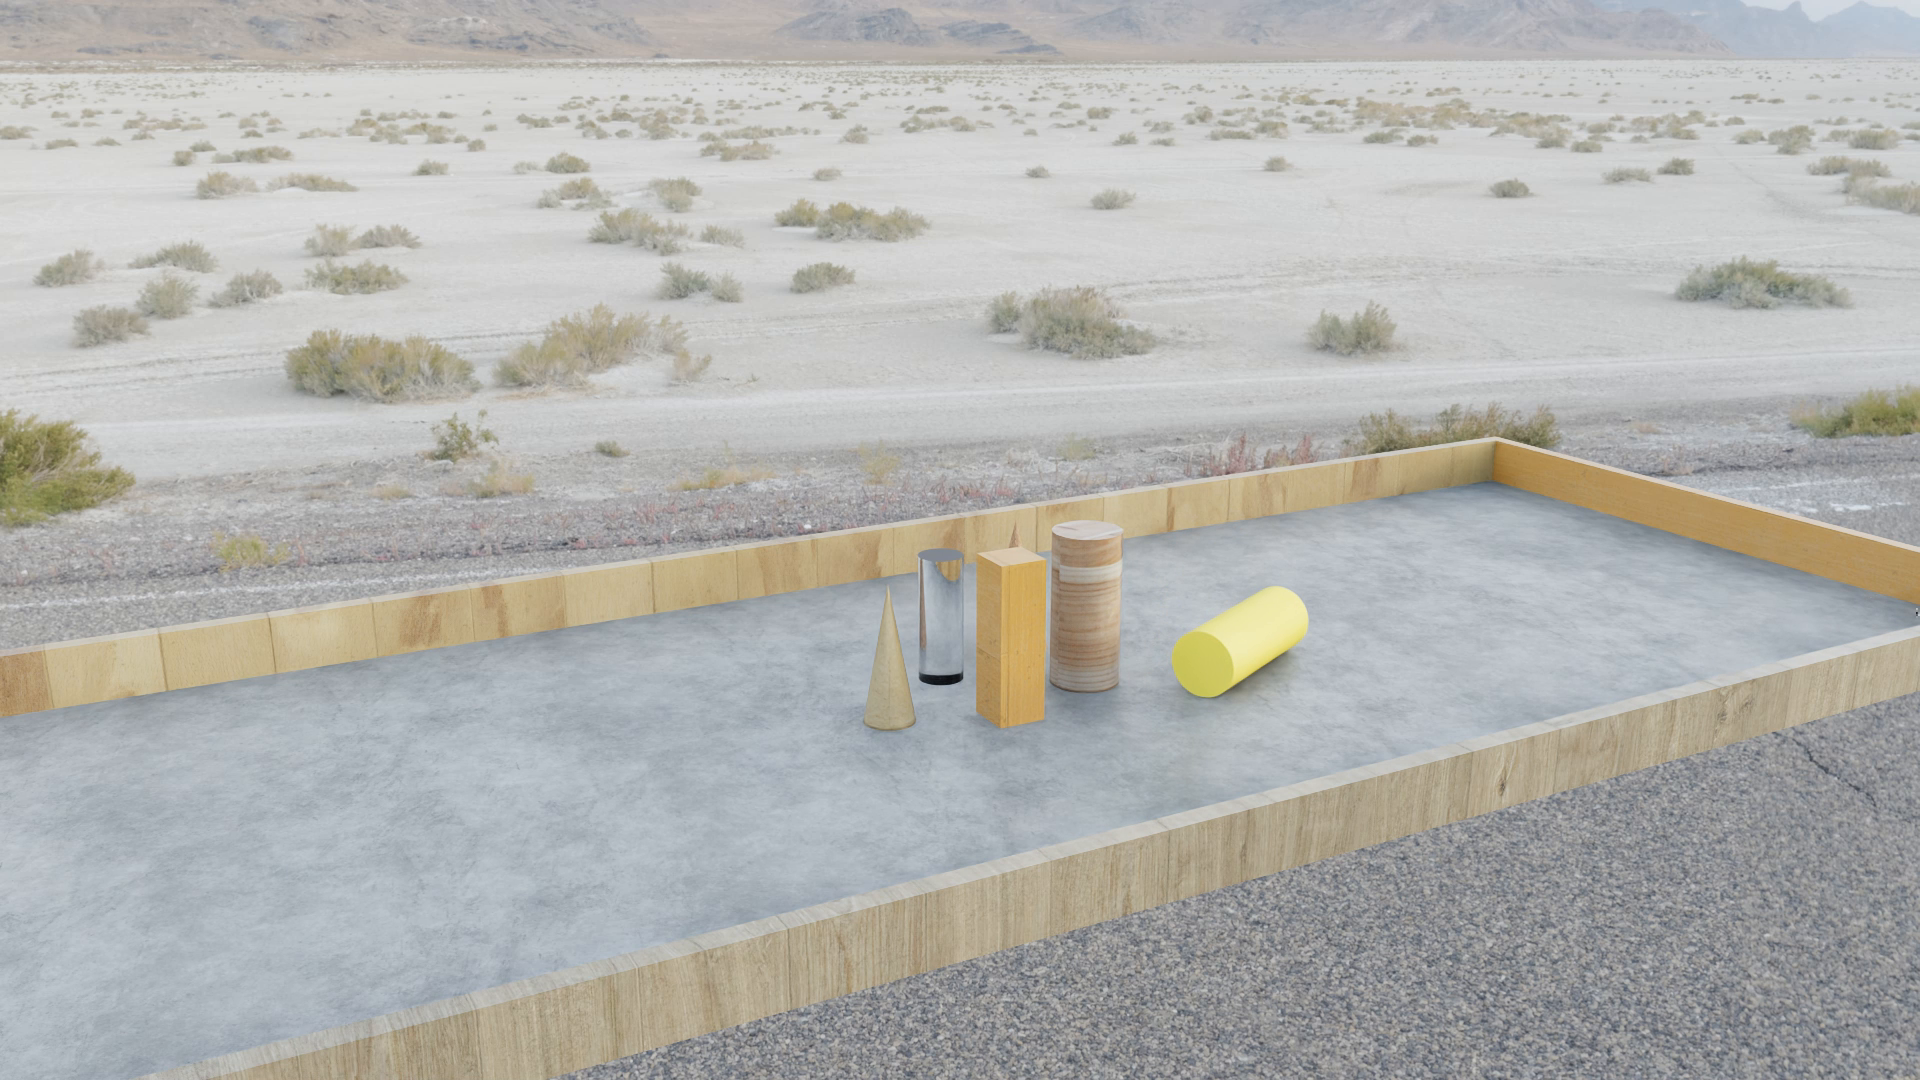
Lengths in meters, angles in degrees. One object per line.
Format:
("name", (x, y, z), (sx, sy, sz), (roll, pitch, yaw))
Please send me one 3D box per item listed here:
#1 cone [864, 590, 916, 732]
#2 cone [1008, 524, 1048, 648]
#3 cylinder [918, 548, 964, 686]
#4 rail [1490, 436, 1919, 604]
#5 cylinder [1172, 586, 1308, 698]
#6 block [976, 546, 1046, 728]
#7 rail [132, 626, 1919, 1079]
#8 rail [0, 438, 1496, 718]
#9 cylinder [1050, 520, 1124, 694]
("cone", (-0.166, 0.264, 3.853), (0.126, 0.340, 0.126), (0, 16, 0))
("cone", (0.145, 0.116, 4.339), (0.173, 0.350, 0.173), (0, 16, 0))
("cylinder", (-0.048, 0.192, 4.127), (0.114, 0.323, 0.114), (0, 16, 0))
("rail", (2.466, -0.048, 5.253), (0.050, 0.150, 2.100), (-9, 18, -27))
("cylinder", (0.717, 0.254, 4.193), (0.168, 0.168, 0.436), (11, 20, 34))
("block", (0.119, 0.228, 3.876), (0.118, 0.396, 0.118), (-9, 18, -27))
("rail", (-2.336, 1.006, 1.665), (12.000, 0.150, 0.050), (-9, 18, -27))
("rail", (-3.305, 0.497, 3.399), (12.000, 0.150, 0.050), (-9, 18, -27))
("cylinder", (0.312, 0.164, 4.096), (0.175, 0.394, 0.175), (0, 16, 0))
